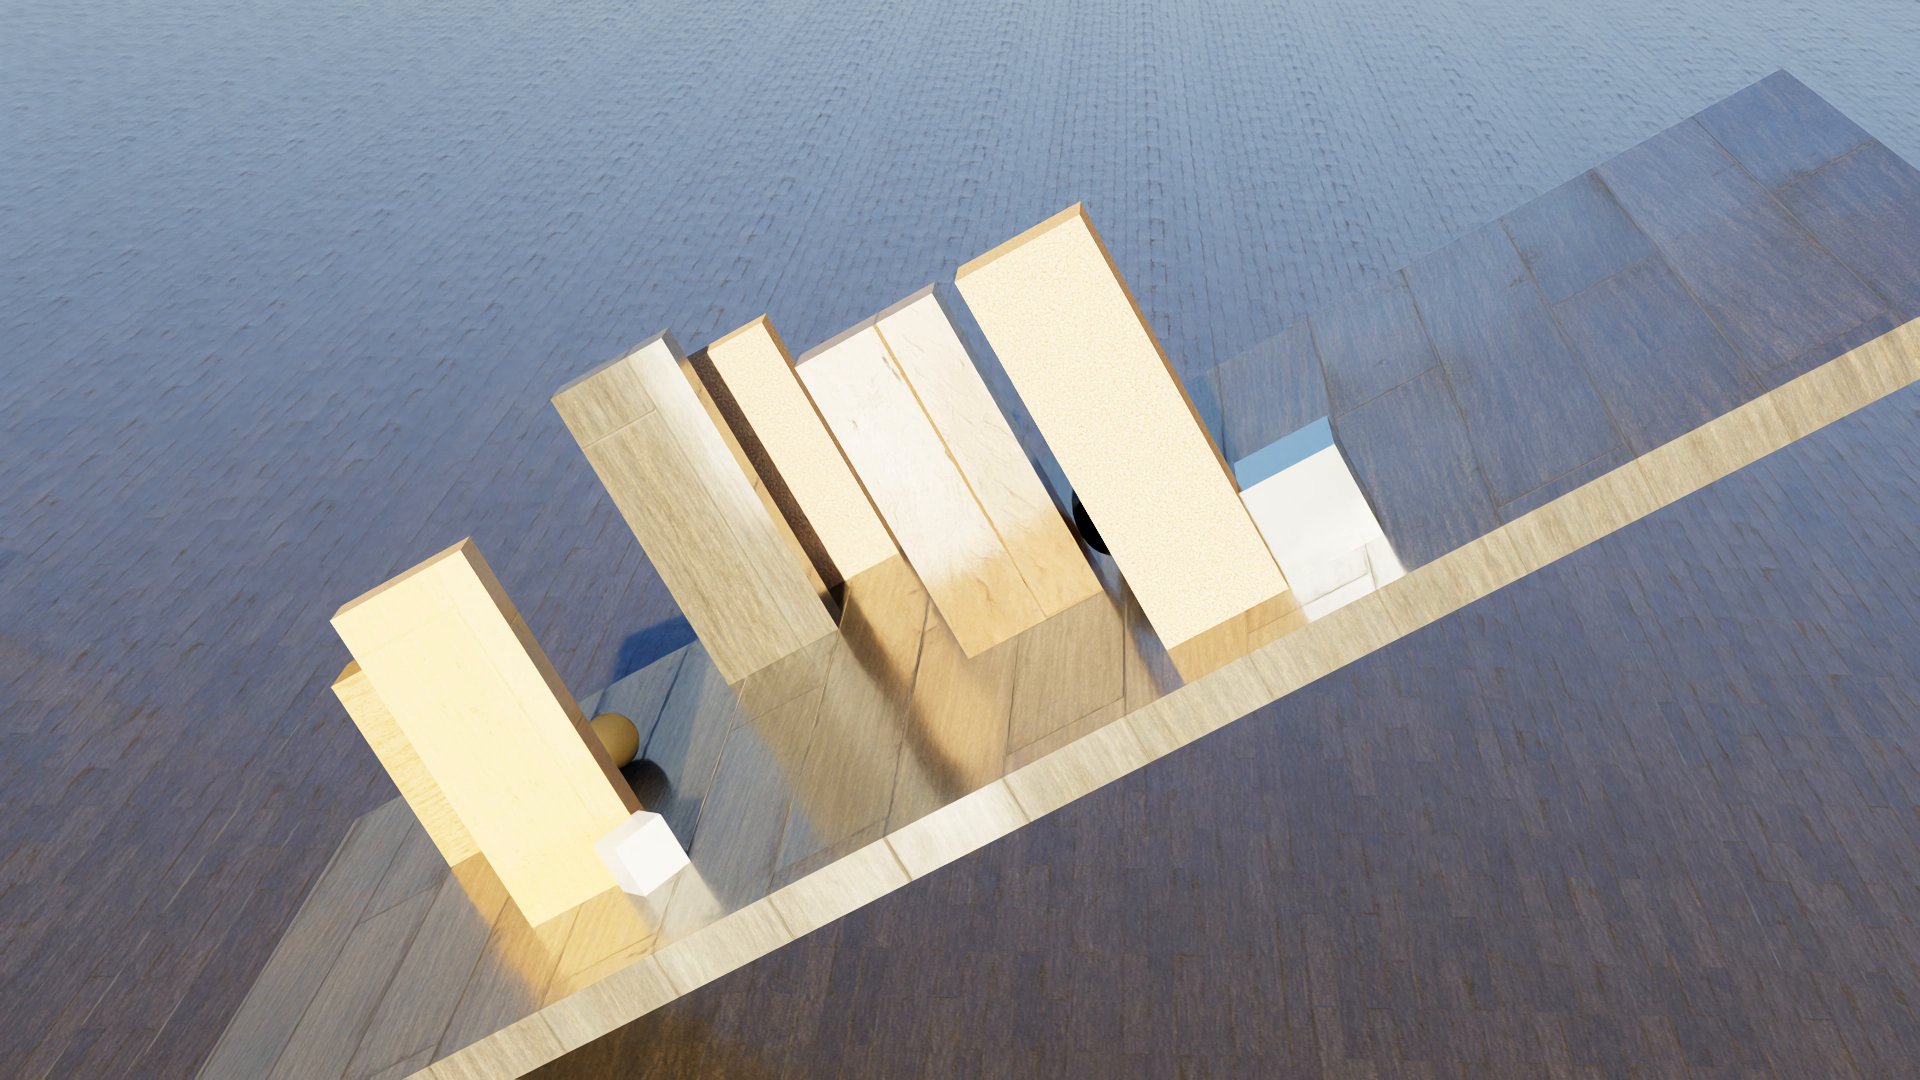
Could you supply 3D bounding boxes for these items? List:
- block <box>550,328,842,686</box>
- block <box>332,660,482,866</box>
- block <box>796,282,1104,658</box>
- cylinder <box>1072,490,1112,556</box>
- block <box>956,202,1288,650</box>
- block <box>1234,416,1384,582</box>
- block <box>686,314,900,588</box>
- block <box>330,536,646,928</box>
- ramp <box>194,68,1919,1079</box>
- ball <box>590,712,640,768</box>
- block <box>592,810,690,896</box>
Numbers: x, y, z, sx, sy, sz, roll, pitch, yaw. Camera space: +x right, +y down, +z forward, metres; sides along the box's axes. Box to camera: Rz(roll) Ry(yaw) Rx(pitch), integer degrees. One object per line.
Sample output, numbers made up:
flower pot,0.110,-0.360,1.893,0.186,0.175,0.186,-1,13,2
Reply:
block,-0.602,-0.073,6.784,0.297,0.789,0.103,-28,15,11
block,-1.115,0.427,6.701,0.393,0.501,0.147,-28,15,11
block,-0.016,-0.137,5.993,0.316,0.707,0.102,-28,15,11
cylinder,0.373,-0.082,6.050,0.204,0.204,0.204,-16,2,-40
block,0.301,-0.204,5.398,0.255,0.799,0.116,-28,15,11
block,0.649,-0.078,5.493,0.197,0.197,0.197,-28,15,11
block,-0.479,-0.167,7.131,0.395,0.653,0.090,-28,15,11
block,-0.922,0.392,5.914,0.308,0.756,0.088,-28,15,11
ramp,0.142,0.167,6.283,4.000,0.100,2.000,-28,15,11
ball,-0.796,0.459,6.705,0.131,0.131,0.131,0,18,0
block,-0.634,0.623,5.853,0.116,0.116,0.116,-37,16,-24
